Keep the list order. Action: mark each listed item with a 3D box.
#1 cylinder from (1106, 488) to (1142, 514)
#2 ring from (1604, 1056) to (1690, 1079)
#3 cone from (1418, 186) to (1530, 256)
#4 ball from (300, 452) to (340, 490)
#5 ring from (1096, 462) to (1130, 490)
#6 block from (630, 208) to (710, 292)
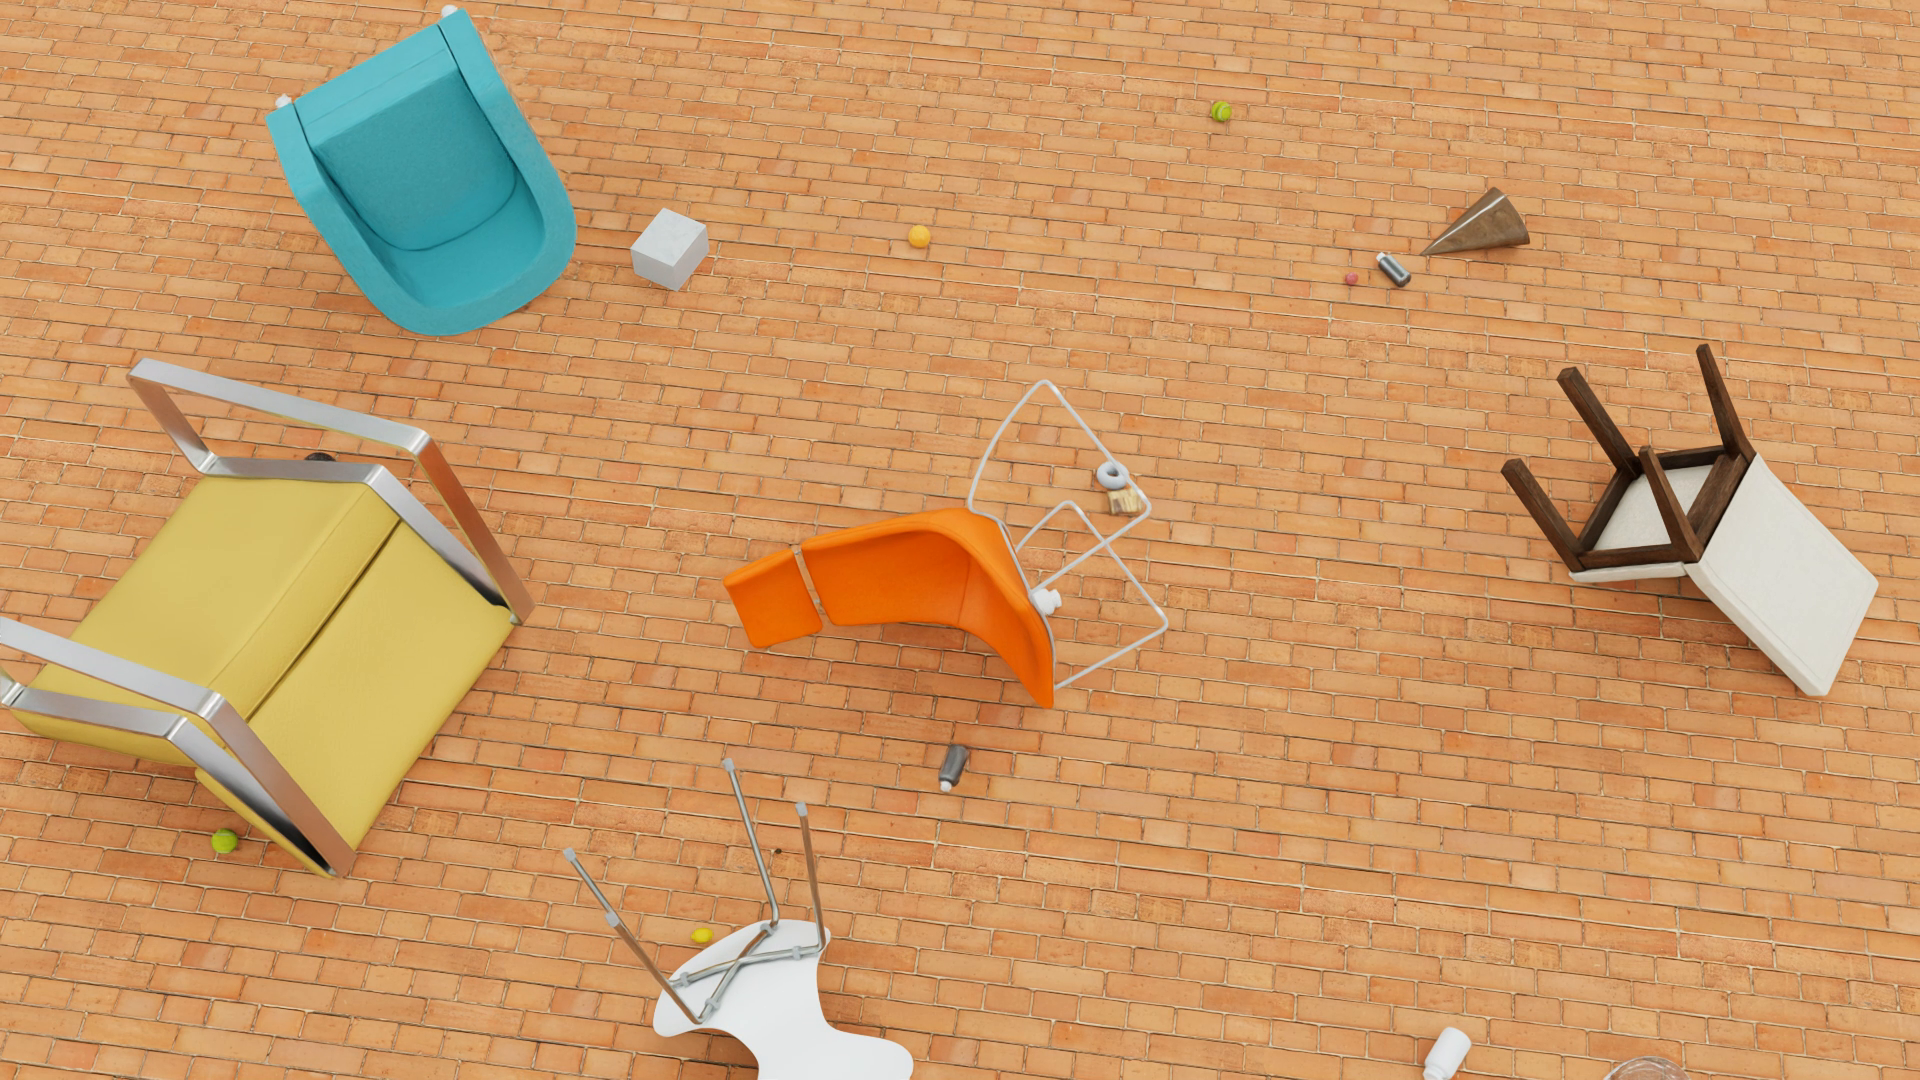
[{"bbox_3d":[0.496,-0.117,6.626,0.095,0.044,0.081,-7,58,-5],"label":"cylinder"},{"bbox_3d":[1.725,1.463,5.561,0.258,0.053,0.363,32,62,20],"label":"ring"},{"bbox_3d":[1.650,-0.996,7.203,0.337,0.132,0.260,-24,54,-2],"label":"cone"},{"bbox_3d":[-1.935,-0.208,6.644,0.116,0.116,0.116,0,56,0],"label":"ball"},{"bbox_3d":[0.464,-0.195,6.671,0.101,0.057,0.083,13,59,11],"label":"ring"},{"bbox_3d":[-0.939,-0.942,7.131,0.163,0.124,0.199,24,59,15],"label":"block"}]
